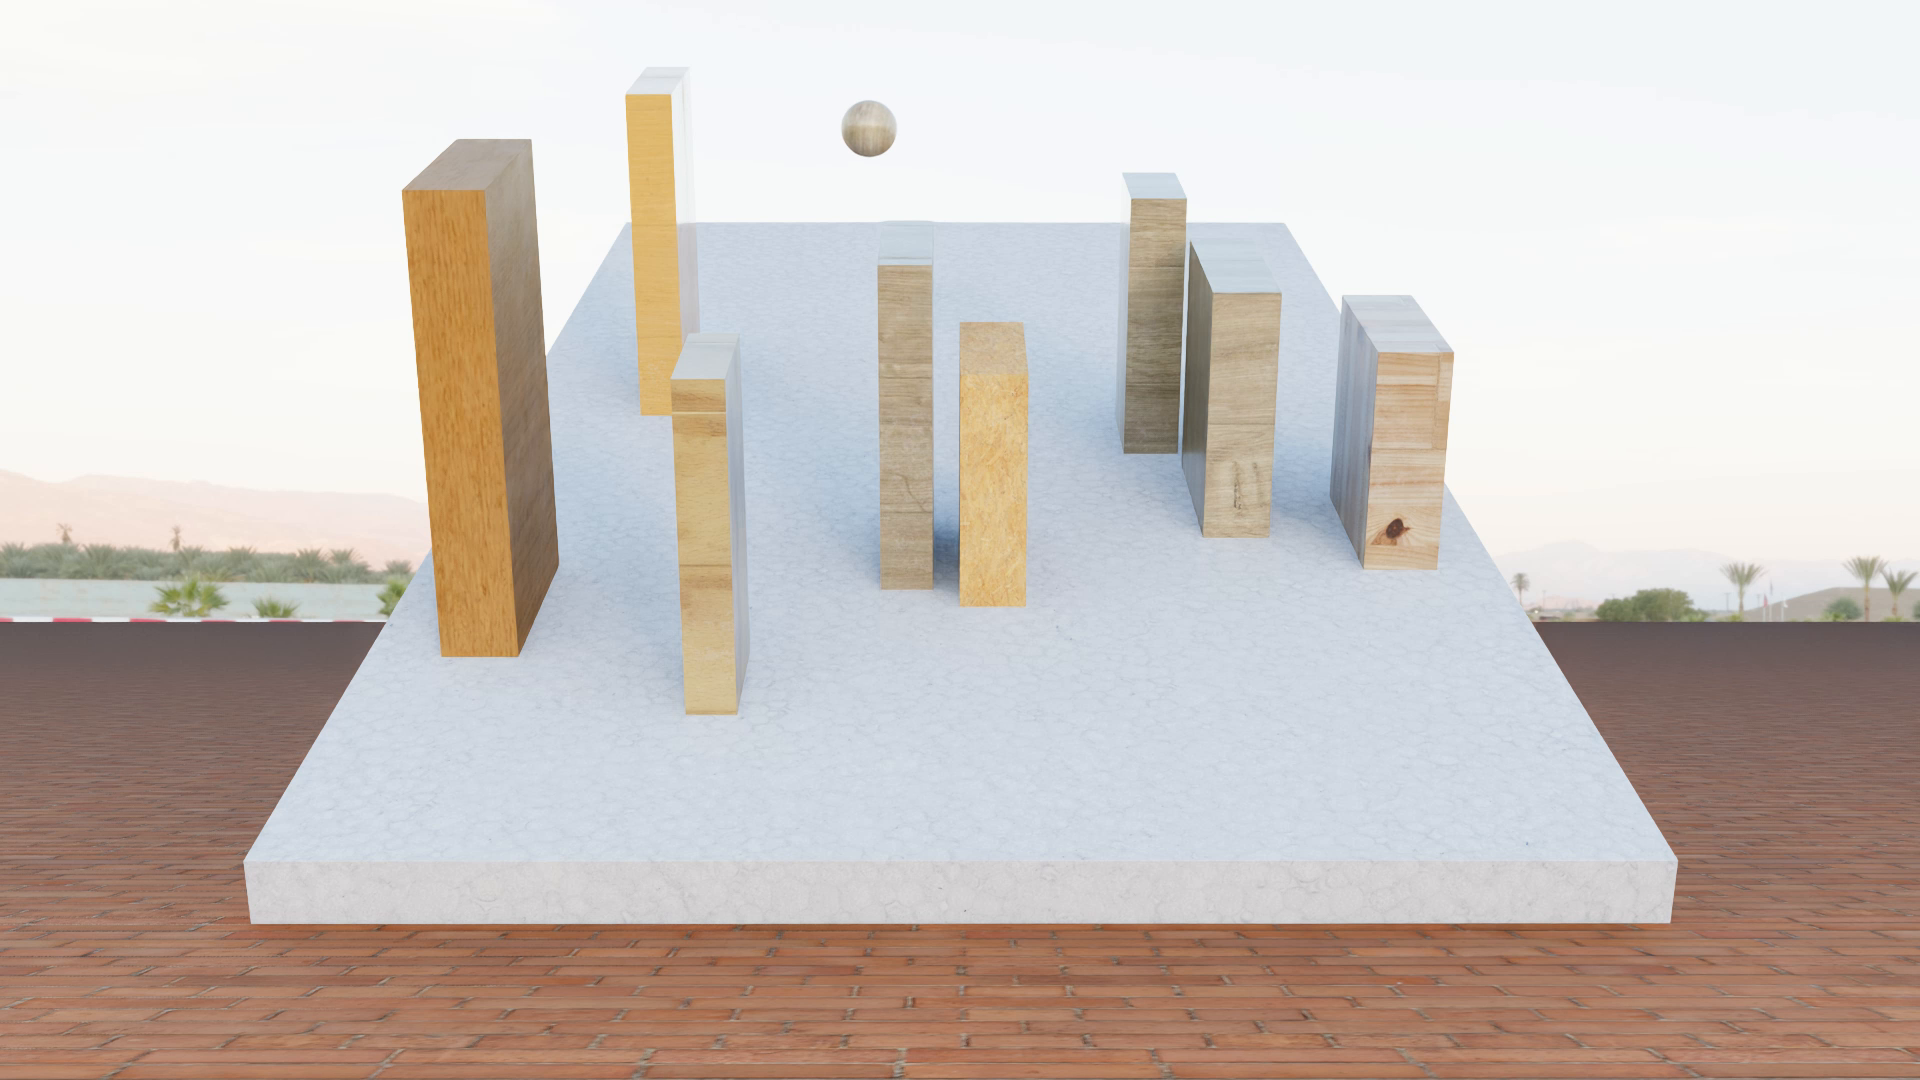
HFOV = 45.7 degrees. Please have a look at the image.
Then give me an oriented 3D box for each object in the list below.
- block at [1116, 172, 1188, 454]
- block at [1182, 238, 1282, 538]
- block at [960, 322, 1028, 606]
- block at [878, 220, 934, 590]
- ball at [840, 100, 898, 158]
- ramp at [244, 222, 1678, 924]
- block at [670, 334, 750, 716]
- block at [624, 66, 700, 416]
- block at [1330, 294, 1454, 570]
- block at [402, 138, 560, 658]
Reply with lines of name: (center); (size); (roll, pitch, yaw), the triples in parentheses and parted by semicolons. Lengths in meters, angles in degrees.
block: (0.406, -0.488, 4.874); (0.116, 0.550, 0.265); (0, 21, 0)
block: (0.529, -0.308, 4.490); (0.127, 0.484, 0.439); (0, 21, 0)
block: (0.058, -0.142, 4.127); (0.117, 0.429, 0.340); (0, 21, 0)
block: (-0.096, -0.252, 4.175); (0.094, 0.601, 0.346); (0, 21, 0)
ball: (-0.267, -1.211, 6.702); (0.168, 0.168, 0.168); (0, -2, 0)
ramp: (-0.005, -0.212, 5.062); (2.000, 0.100, 4.000); (0, 21, 0)
block: (-0.396, -0.027, 3.642); (0.082, 0.556, 0.258); (0, 21, 0)
block: (-0.665, -0.678, 5.139); (0.098, 0.715, 0.371); (0, 21, 0)
block: (0.815, -0.212, 4.332); (0.136, 0.418, 0.407); (0, 21, 0)
block: (-0.808, -0.250, 3.893); (0.130, 0.794, 0.429); (0, 21, 0)
